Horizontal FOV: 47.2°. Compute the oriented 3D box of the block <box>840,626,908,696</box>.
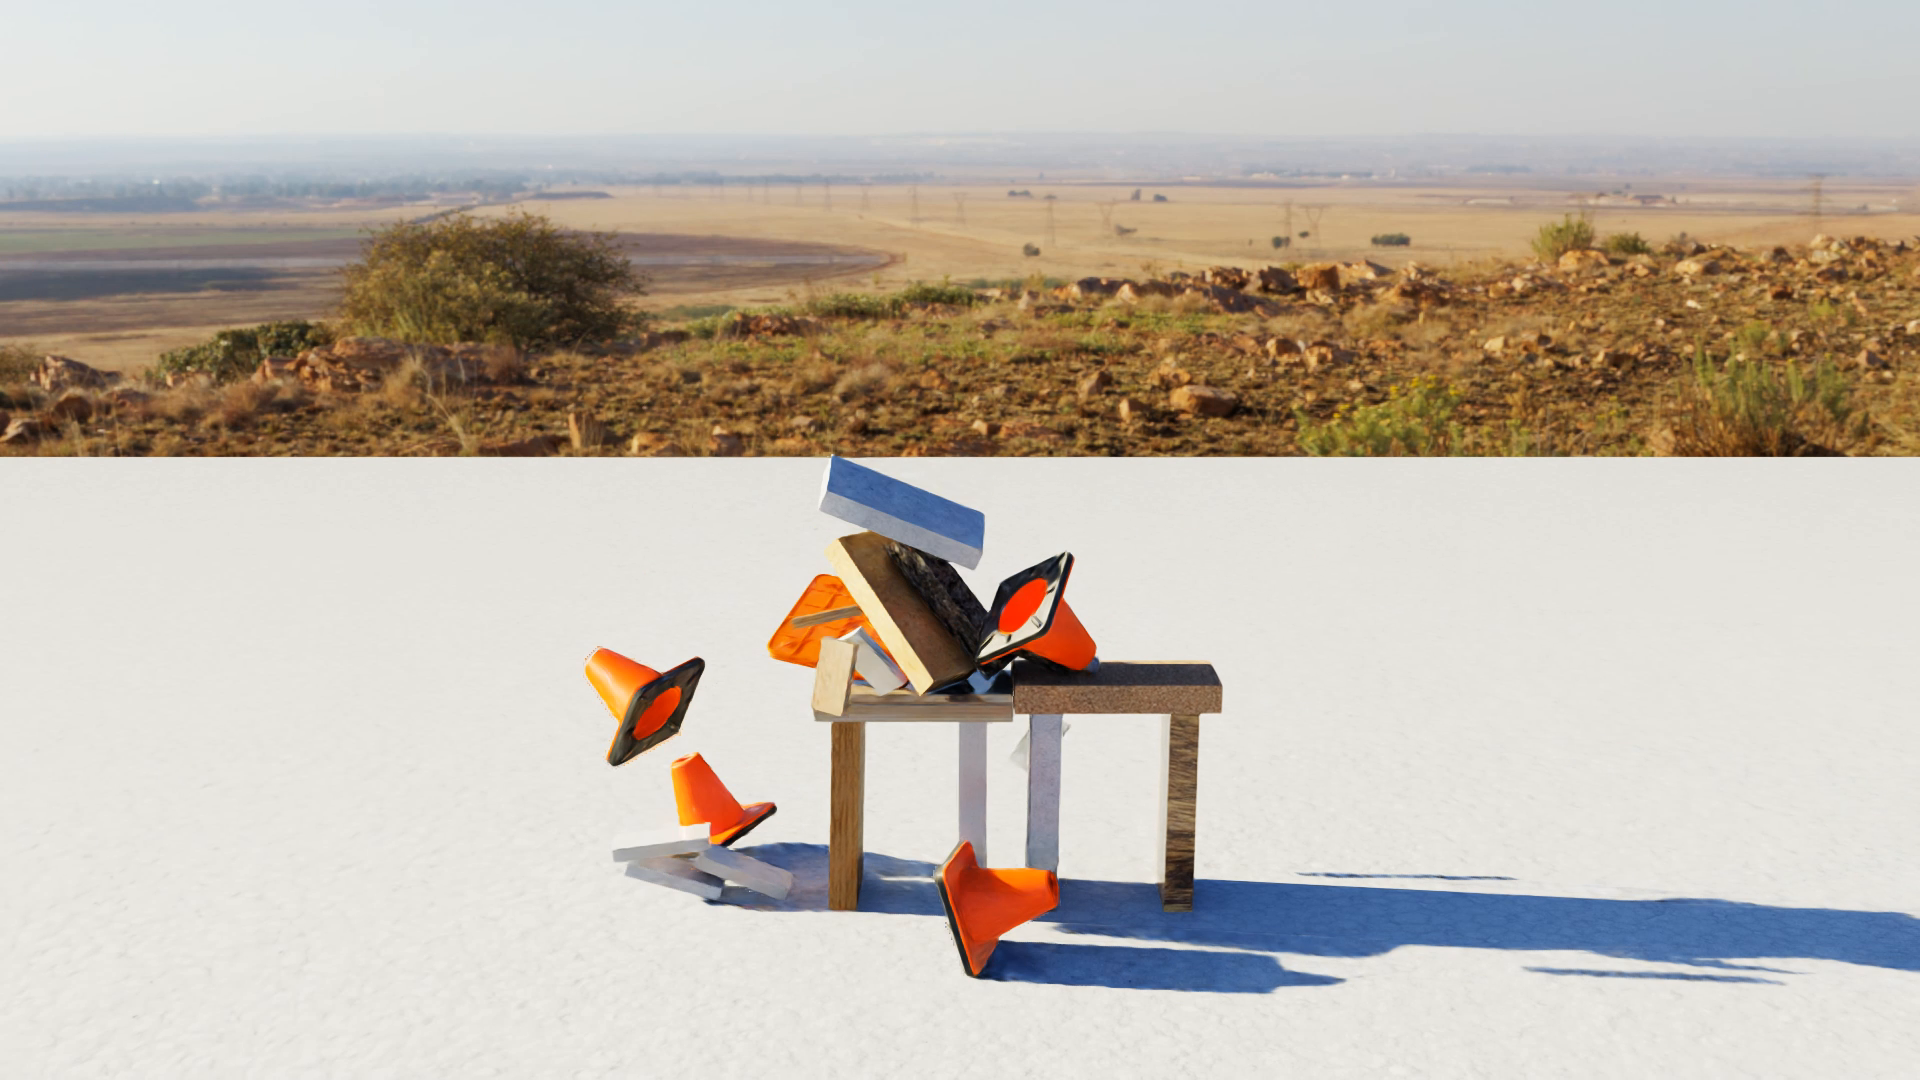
[{"bbox_3d":[-0.140,0.192,3.473,0.057,0.114,0.016,-29,18,40],"label":"block"}]

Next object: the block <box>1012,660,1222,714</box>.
[{"bbox_3d":[0.253,0.240,3.600,0.332,0.047,0.166,0,11,-1],"label":"block"}]

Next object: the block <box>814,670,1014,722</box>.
[{"bbox_3d":[-0.075,0.255,3.595,0.320,0.045,0.160,0,11,-1],"label":"block"}]

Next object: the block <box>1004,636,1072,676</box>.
[{"bbox_3d":[0.130,0.189,3.599,0.111,0.016,0.055,22,12,2],"label":"block"}]

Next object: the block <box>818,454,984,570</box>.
[{"bbox_3d":[-0.093,-0.046,3.575,0.272,0.039,0.136,21,26,-10],"label":"block"}]

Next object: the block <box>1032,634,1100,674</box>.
[{"bbox_3d":[0.173,0.187,3.607,0.111,0.016,0.055,20,12,-5],"label":"block"}]

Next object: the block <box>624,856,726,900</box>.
[{"bbox_3d":[-0.472,0.557,3.666,0.160,0.023,0.080,15,10,-2],"label":"block"}]

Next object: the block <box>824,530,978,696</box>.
[{"bbox_3d":[-0.093,0.113,3.581,0.039,0.286,0.136,-44,-17,32],"label":"block"}]

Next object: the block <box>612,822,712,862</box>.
[{"bbox_3d":[-0.494,0.502,3.652,0.160,0.023,0.080,-7,10,-4],"label":"block"}]

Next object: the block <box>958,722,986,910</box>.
[{"bbox_3d":[0.020,0.433,3.638,0.045,0.320,0.160,0,11,0],"label":"block"}]

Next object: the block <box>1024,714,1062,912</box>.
[{"bbox_3d":[0.137,0.427,3.635,0.047,0.332,0.166,1,11,0],"label":"block"}]

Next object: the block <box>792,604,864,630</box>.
[{"bbox_3d":[-0.215,0.124,3.576,0.114,0.016,0.057,-12,2,-1],"label":"block"}]

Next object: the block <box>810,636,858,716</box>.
[{"bbox_3d":[-0.195,0.212,3.421,0.057,0.114,0.016,14,8,25],"label":"block"}]

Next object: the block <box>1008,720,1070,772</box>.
[{"bbox_3d":[0.137,0.350,3.807,0.055,0.111,0.016,35,-1,12],"label":"block"}]

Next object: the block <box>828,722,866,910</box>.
[{"bbox_3d":[-0.186,0.432,3.636,0.045,0.319,0.160,2,11,1],"label":"block"}]

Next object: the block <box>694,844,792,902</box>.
[{"bbox_3d":[-0.359,0.550,3.663,0.160,0.023,0.080,21,10,-4],"label":"block"}]

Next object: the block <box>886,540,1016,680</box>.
[{"bbox_3d":[-0.011,0.102,3.617,0.039,0.272,0.136,-38,-3,13],"label":"block"}]

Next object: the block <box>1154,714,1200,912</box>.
[{"bbox_3d":[0.358,0.427,3.635,0.047,0.332,0.166,1,11,0],"label":"block"}]
